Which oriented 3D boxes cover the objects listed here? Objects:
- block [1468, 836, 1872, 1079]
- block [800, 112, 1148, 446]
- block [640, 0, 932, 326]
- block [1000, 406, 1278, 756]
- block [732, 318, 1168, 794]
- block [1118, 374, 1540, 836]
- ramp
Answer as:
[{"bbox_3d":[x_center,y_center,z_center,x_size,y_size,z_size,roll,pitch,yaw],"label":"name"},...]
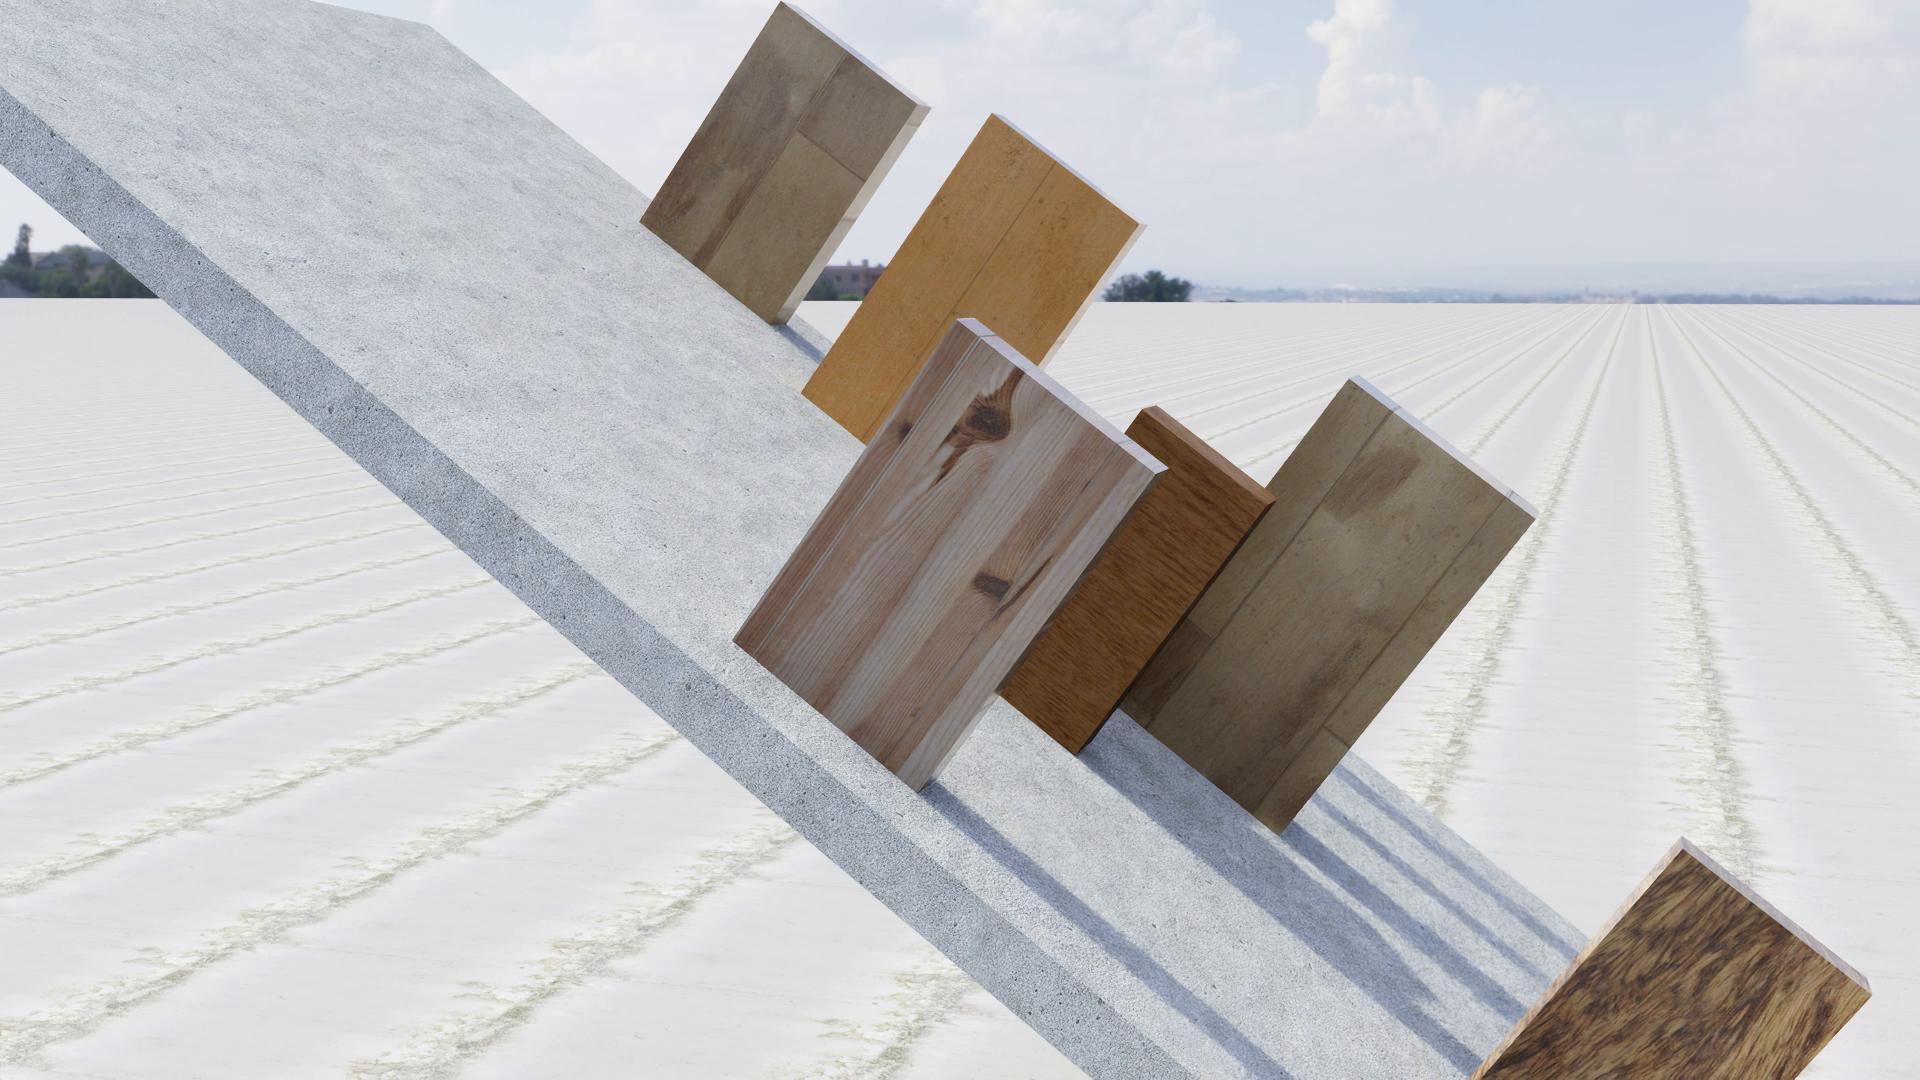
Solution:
[{"bbox_3d":[1.066,0.775,3.369,0.338,0.551,0.083,39,16,10],"label":"block"},{"bbox_3d":[0.022,-0.471,4.512,0.378,0.705,0.081,39,16,10],"label":"block"},{"bbox_3d":[-0.394,-0.837,4.913,0.392,0.592,0.101,39,16,10],"label":"block"},{"bbox_3d":[0.266,0.069,3.753,0.261,0.545,0.118,39,16,10],"label":"block"},{"bbox_3d":[-0.021,0.023,3.197,0.359,0.591,0.090,39,16,10],"label":"block"},{"bbox_3d":[0.662,0.121,4.058,0.410,0.747,0.147,39,16,10],"label":"block"},{"bbox_3d":[-0.068,0.131,4.071,4.000,0.100,2.000,39,16,10],"label":"ramp"}]
